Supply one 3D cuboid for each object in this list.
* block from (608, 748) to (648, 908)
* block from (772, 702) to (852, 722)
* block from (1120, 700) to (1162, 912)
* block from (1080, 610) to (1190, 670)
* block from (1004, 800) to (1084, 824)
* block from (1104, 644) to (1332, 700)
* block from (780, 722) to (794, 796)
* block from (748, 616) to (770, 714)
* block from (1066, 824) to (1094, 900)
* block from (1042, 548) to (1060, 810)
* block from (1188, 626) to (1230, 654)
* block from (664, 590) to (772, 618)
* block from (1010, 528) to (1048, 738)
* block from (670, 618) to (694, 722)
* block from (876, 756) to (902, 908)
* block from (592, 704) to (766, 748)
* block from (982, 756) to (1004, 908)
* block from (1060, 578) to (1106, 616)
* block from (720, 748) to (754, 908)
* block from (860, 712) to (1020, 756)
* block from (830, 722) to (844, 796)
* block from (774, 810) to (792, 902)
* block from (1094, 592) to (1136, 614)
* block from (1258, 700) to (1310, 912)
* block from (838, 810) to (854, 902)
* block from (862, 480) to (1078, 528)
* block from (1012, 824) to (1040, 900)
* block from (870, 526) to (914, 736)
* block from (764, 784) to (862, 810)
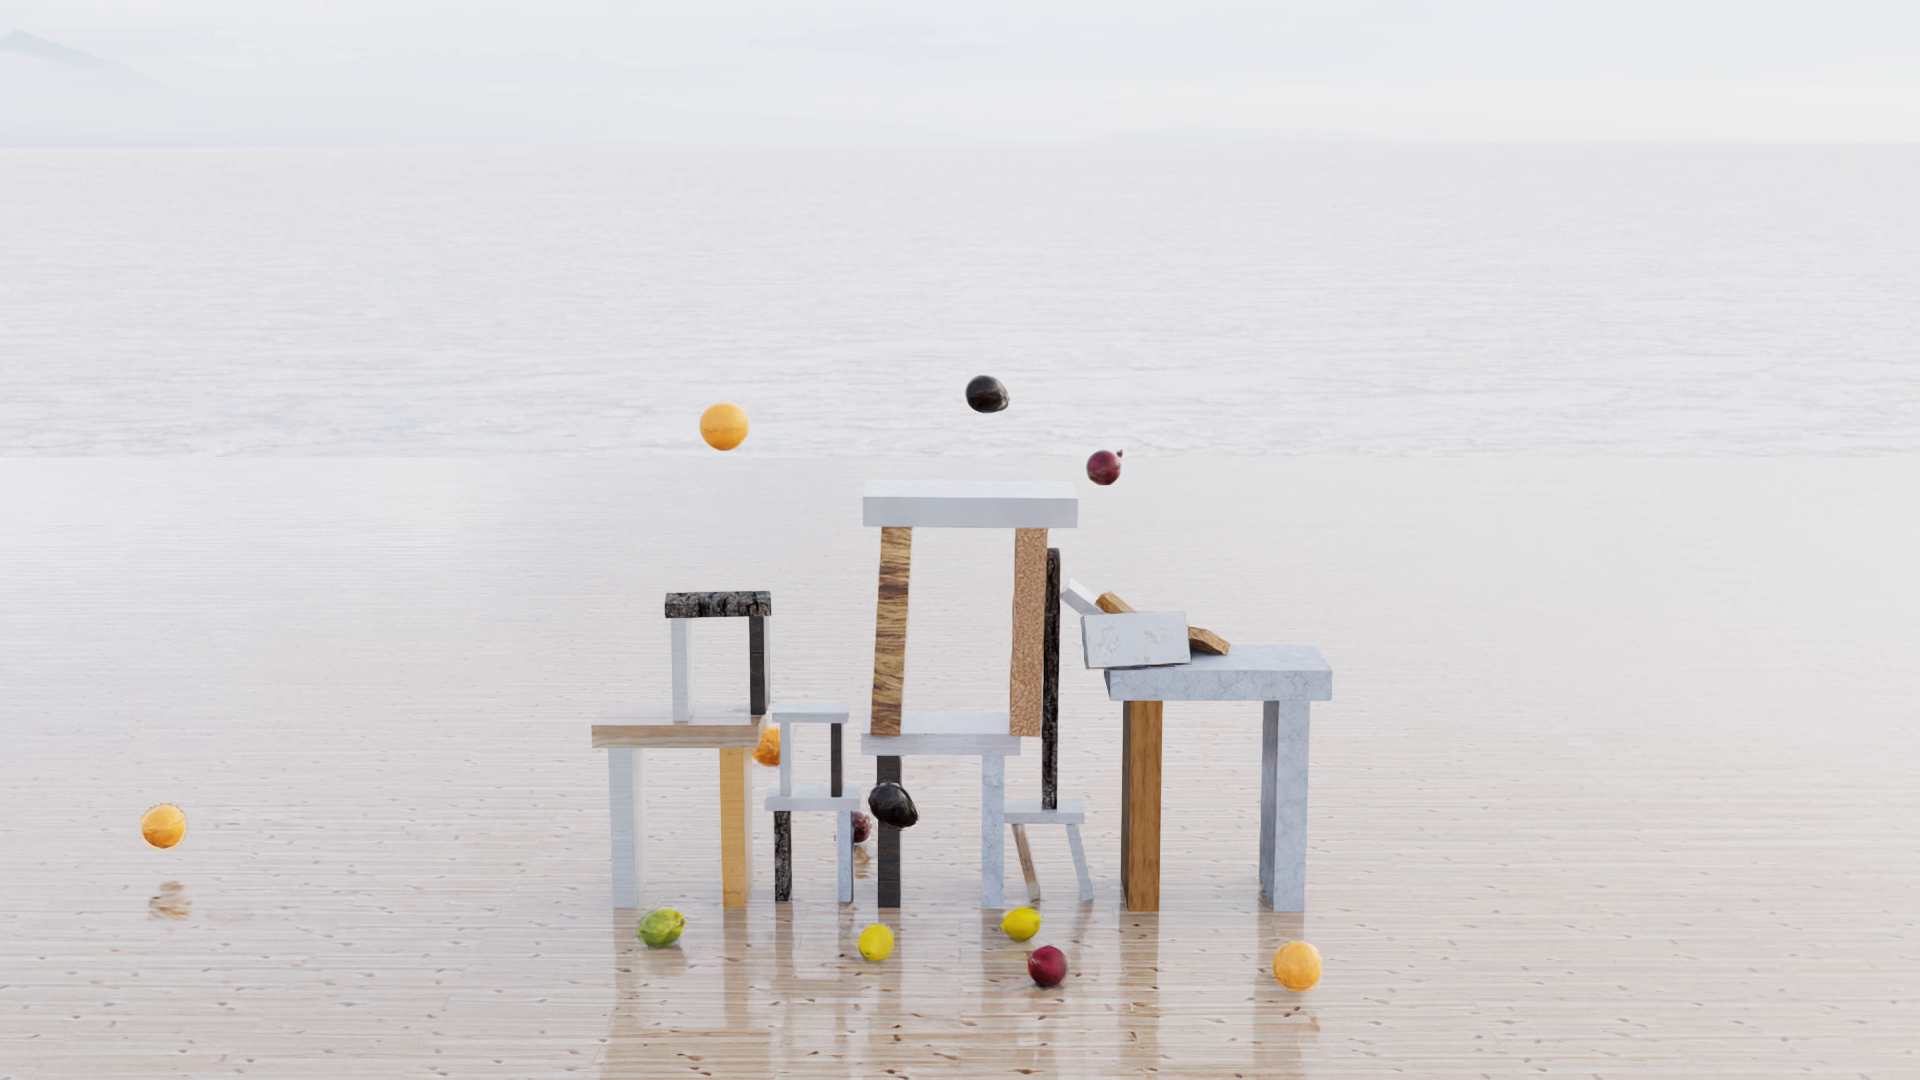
[{"bbox_3d":[-0.550,0.457,3.646,0.038,0.270,0.135,0,11,0],"label":"block"},{"bbox_3d":[-0.243,0.283,3.611,0.125,0.018,0.063,0,10,1],"label":"block"},{"bbox_3d":[0.300,0.415,3.639,0.050,0.355,0.177,0,11,0],"label":"block"},{"bbox_3d":[0.282,0.161,3.524,0.169,0.085,0.024,-2,-12,-13],"label":"block"},{"bbox_3d":[0.139,0.451,3.643,0.131,0.019,0.066,0,11,1],"label":"block"},{"bbox_3d":[0.418,0.216,3.602,0.355,0.050,0.177,0,11,0],"label":"block"},{"bbox_3d":[-0.286,0.354,3.623,0.018,0.125,0.063,0,10,0],"label":"block"},{"bbox_3d":[-0.331,0.195,3.638,0.024,0.171,0.085,0,11,1],"label":"block"},{"bbox_3d":[0.198,0.525,3.655,0.019,0.131,0.066,-13,10,3],"label":"block"},{"bbox_3d":[0.150,0.228,3.625,0.024,0.424,0.085,0,12,1],"label":"block"},{"bbox_3d":[0.371,0.158,3.636,0.140,0.020,0.070,10,-14,44],"label":"block"},{"bbox_3d":[-0.395,0.105,3.590,0.171,0.024,0.086,-1,11,-6],"label":"block"},{"bbox_3d":[0.111,0.133,3.584,0.048,0.340,0.170,2,11,0],"label":"block"},{"bbox_3d":[-0.454,0.202,3.600,0.024,0.171,0.086,0,11,0],"label":"block"},{"bbox_3d":[-0.116,0.464,3.642,0.037,0.258,0.129,0,11,0],"label":"block"},{"bbox_3d":[-0.460,0.305,3.618,0.270,0.038,0.135,0,11,0],"label":"block"},{"bbox_3d":[0.055,0.464,3.642,0.037,0.258,0.129,0,11,1],"label":"block"},{"bbox_3d":[0.240,0.129,3.605,0.169,0.024,0.085,37,11,-2],"label":"block"},{"bbox_3d":[-0.370,0.457,3.646,0.038,0.270,0.135,0,11,0],"label":"block"},{"bbox_3d":[-0.031,0.319,3.615,0.258,0.037,0.129,0,11,0],"label":"block"},{"bbox_3d":[-0.202,0.354,3.623,0.018,0.125,0.063,0,10,0],"label":"block"},{"bbox_3d":[-0.294,0.513,3.655,0.022,0.156,0.078,0,10,0],"label":"block"},{"bbox_3d":[0.287,0.137,3.600,0.139,0.020,0.070,40,12,11],"label":"block"},{"bbox_3d":[0.536,0.415,3.639,0.050,0.355,0.177,0,11,0],"label":"block"},{"bbox_3d":[-0.190,0.513,3.655,0.022,0.156,0.078,0,10,0],"label":"block"},{"bbox_3d":[0.016,-0.059,3.547,0.340,0.048,0.170,0,11,0],"label":"block"},{"bbox_3d":[0.109,0.525,3.657,0.019,0.131,0.066,-13,10,3],"label":"block"},{"bbox_3d":[-0.110,0.132,3.583,0.048,0.340,0.170,4,11,0],"label":"block"},{"bbox_3d":[-0.242,0.426,3.639,0.156,0.022,0.078,0,10,0],"label":"block"}]
